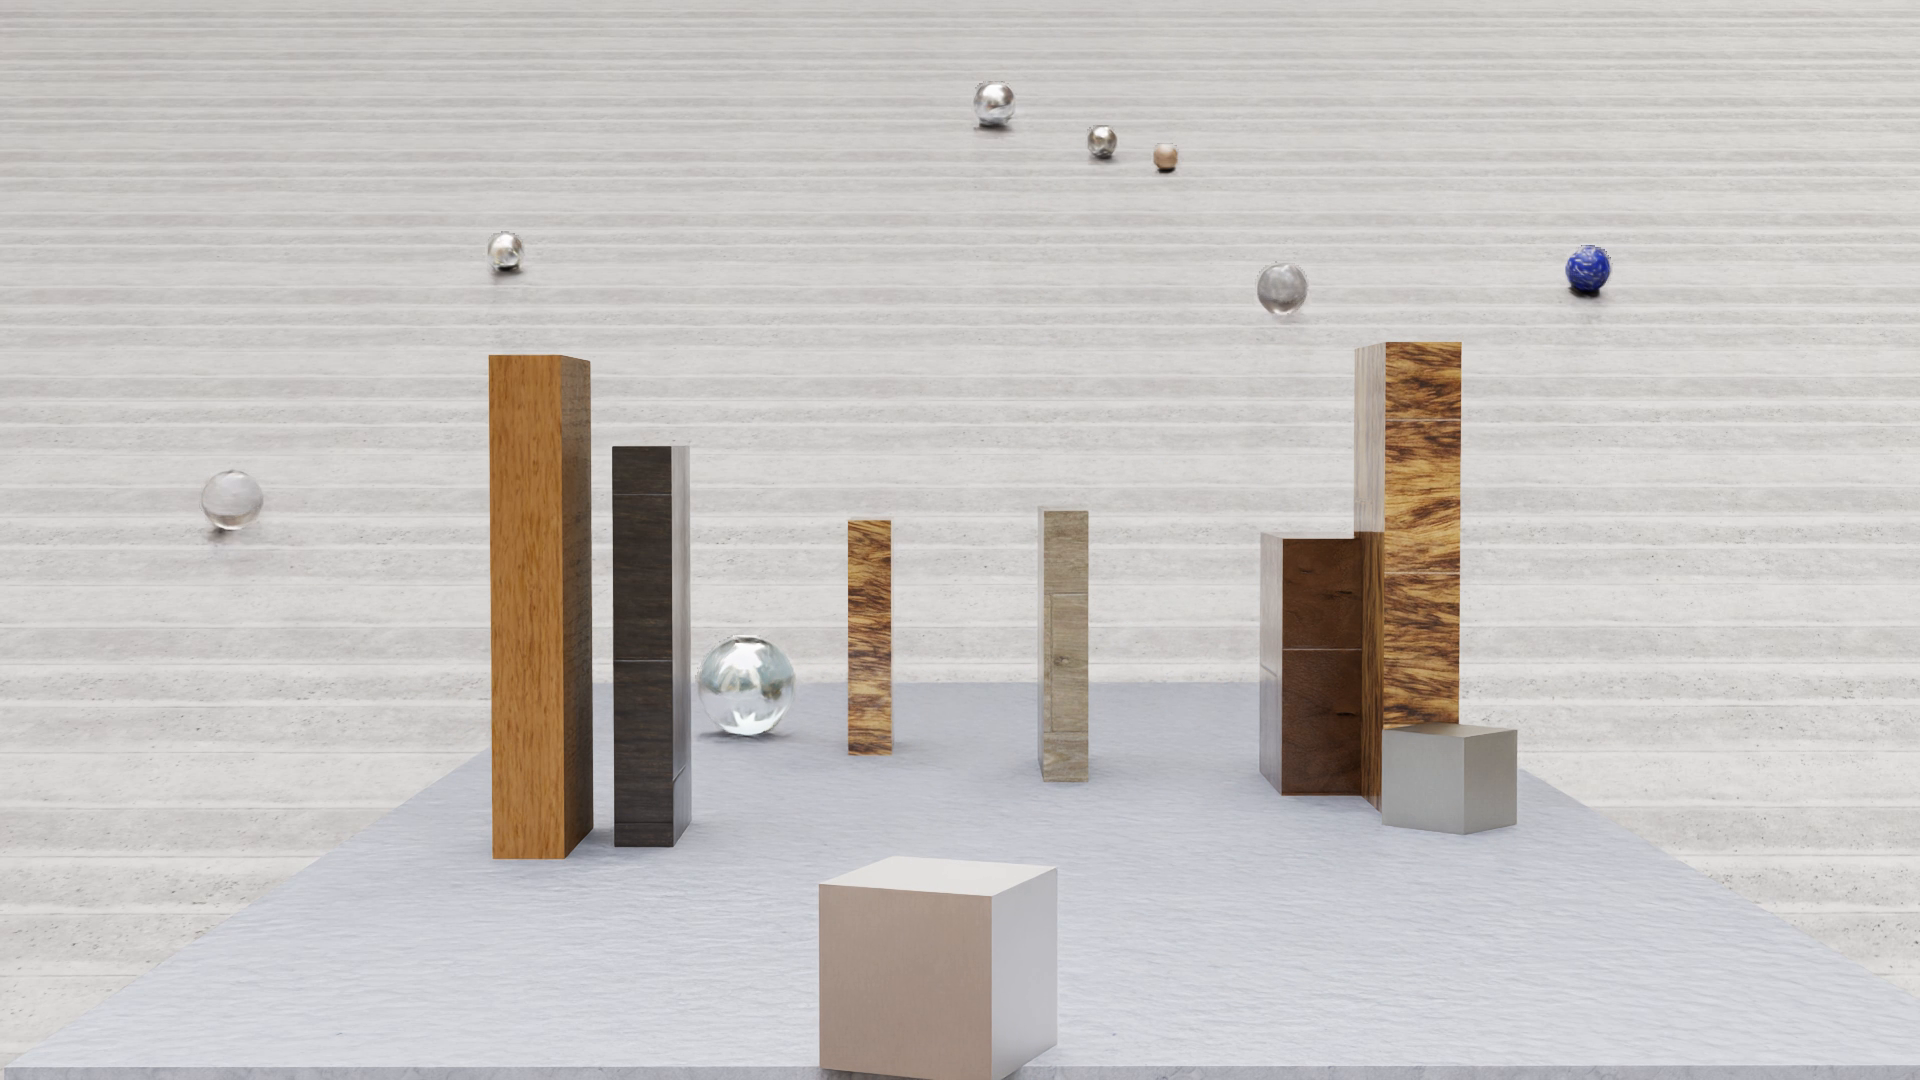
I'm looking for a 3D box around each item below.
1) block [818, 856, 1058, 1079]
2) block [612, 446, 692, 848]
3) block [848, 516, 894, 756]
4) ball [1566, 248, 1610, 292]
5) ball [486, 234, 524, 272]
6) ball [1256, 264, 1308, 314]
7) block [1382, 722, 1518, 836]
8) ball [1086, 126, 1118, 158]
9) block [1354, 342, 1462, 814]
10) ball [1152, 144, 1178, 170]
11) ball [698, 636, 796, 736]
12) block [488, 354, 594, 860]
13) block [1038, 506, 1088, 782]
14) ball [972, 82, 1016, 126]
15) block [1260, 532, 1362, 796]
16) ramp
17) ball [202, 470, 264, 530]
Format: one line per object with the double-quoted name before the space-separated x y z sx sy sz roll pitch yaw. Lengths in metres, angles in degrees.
"block" -0.020 0.426 2.578 0.182 0.182 0.182 1 2 22
"block" -0.479 0.157 4.024 0.090 0.607 0.271 0 2 0
"block" -0.176 0.186 5.148 0.084 0.459 0.255 0 2 0
"ball" 2.375 -1.022 9.736 0.167 0.167 0.167 0 24 0
"ball" -1.760 -1.111 9.968 0.146 0.146 0.146 0 24 0
"ball" 1.187 -0.923 9.485 0.187 0.187 0.187 0 24 0
"block" 0.783 0.379 4.118 0.153 0.153 0.153 2 3 44
"ball" 0.636 -1.780 11.514 0.137 0.137 0.137 0 24 0
"block" 0.756 0.058 4.378 0.124 0.775 0.327 0 2 0
"ball" 0.904 -1.683 11.324 0.111 0.111 0.111 0 24 0
"ball" -0.445 0.305 5.372 0.206 0.206 0.206 0 24 0
"block" -0.636 0.094 3.928 0.106 0.741 0.305 0 2 0
"block" 0.190 0.185 4.802 0.080 0.489 0.352 0 2 0
"ball" 0.161 -2.032 12.013 0.202 0.202 0.202 0 24 0
"block" 0.630 0.214 4.612 0.148 0.446 0.326 0 2 0
"ramp" 0.054 0.490 4.542 2.000 0.100 4.000 0 2 0
"ball" -2.162 -0.119 7.653 0.177 0.177 0.177 0 24 0
